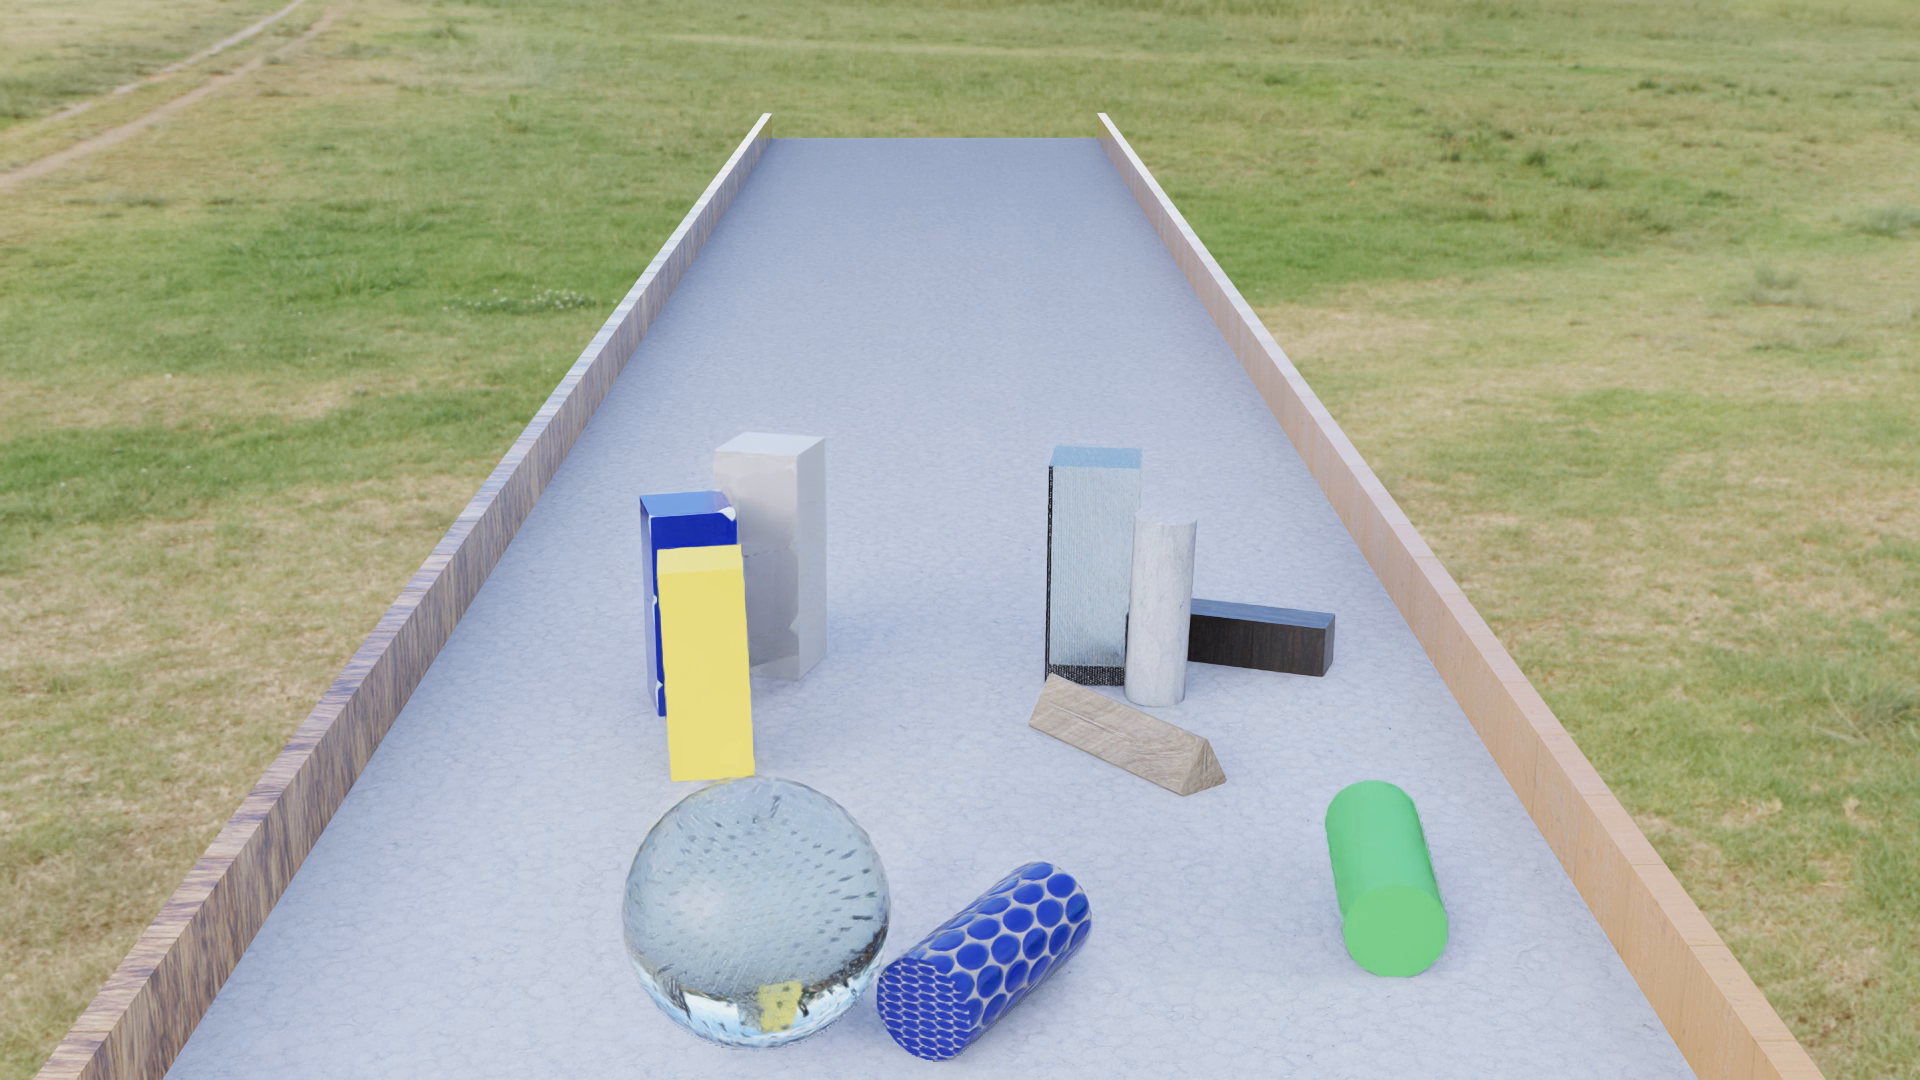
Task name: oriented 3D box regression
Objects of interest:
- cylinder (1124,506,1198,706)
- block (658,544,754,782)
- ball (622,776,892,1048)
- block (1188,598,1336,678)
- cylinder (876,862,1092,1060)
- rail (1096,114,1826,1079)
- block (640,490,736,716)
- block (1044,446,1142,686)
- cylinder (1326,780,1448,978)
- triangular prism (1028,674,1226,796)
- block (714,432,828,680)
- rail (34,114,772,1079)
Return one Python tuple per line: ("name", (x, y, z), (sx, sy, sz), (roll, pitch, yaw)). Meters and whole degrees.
("cylinder", (0.379, 0.126, 4.160), (0.117, 0.361, 0.117), (2, 18, -1))
("block", (-0.442, 0.214, 3.836), (0.144, 0.379, 0.144), (-4, 17, -7))
("ball", (-0.271, 0.495, 2.934), (0.358, 0.358, 0.358), (0, 17, 0))
("block", (0.542, 0.188, 4.417), (0.403, 0.100, 0.100), (6, 18, 19))
("cylinder", (0.038, 0.575, 3.037), (0.145, 0.145, 0.345), (10, 19, 29))
("rail", (0.932, -0.844, 7.801), (0.050, 0.150, 12.000), (0, 17, -1))
("block", (-0.509, 0.118, 4.151), (0.157, 0.388, 0.157), (-4, 17, -15))
("block", (0.262, 0.049, 4.294), (0.172, 0.433, 0.172), (2, 15, 6))
("cylinder", (0.633, 0.500, 3.291), (0.146, 0.146, 0.377), (1, 17, 5))
("triangular prism", (0.294, 0.337, 3.926), (0.105, 0.091, 0.415), (-12, 21, -36))
("block", (-0.371, 0.029, 4.340), (0.169, 0.447, 0.169), (5, 16, 15))
("rail", (-1.118, -0.838, 7.780), (0.050, 0.150, 12.000), (0, 17, -1))
